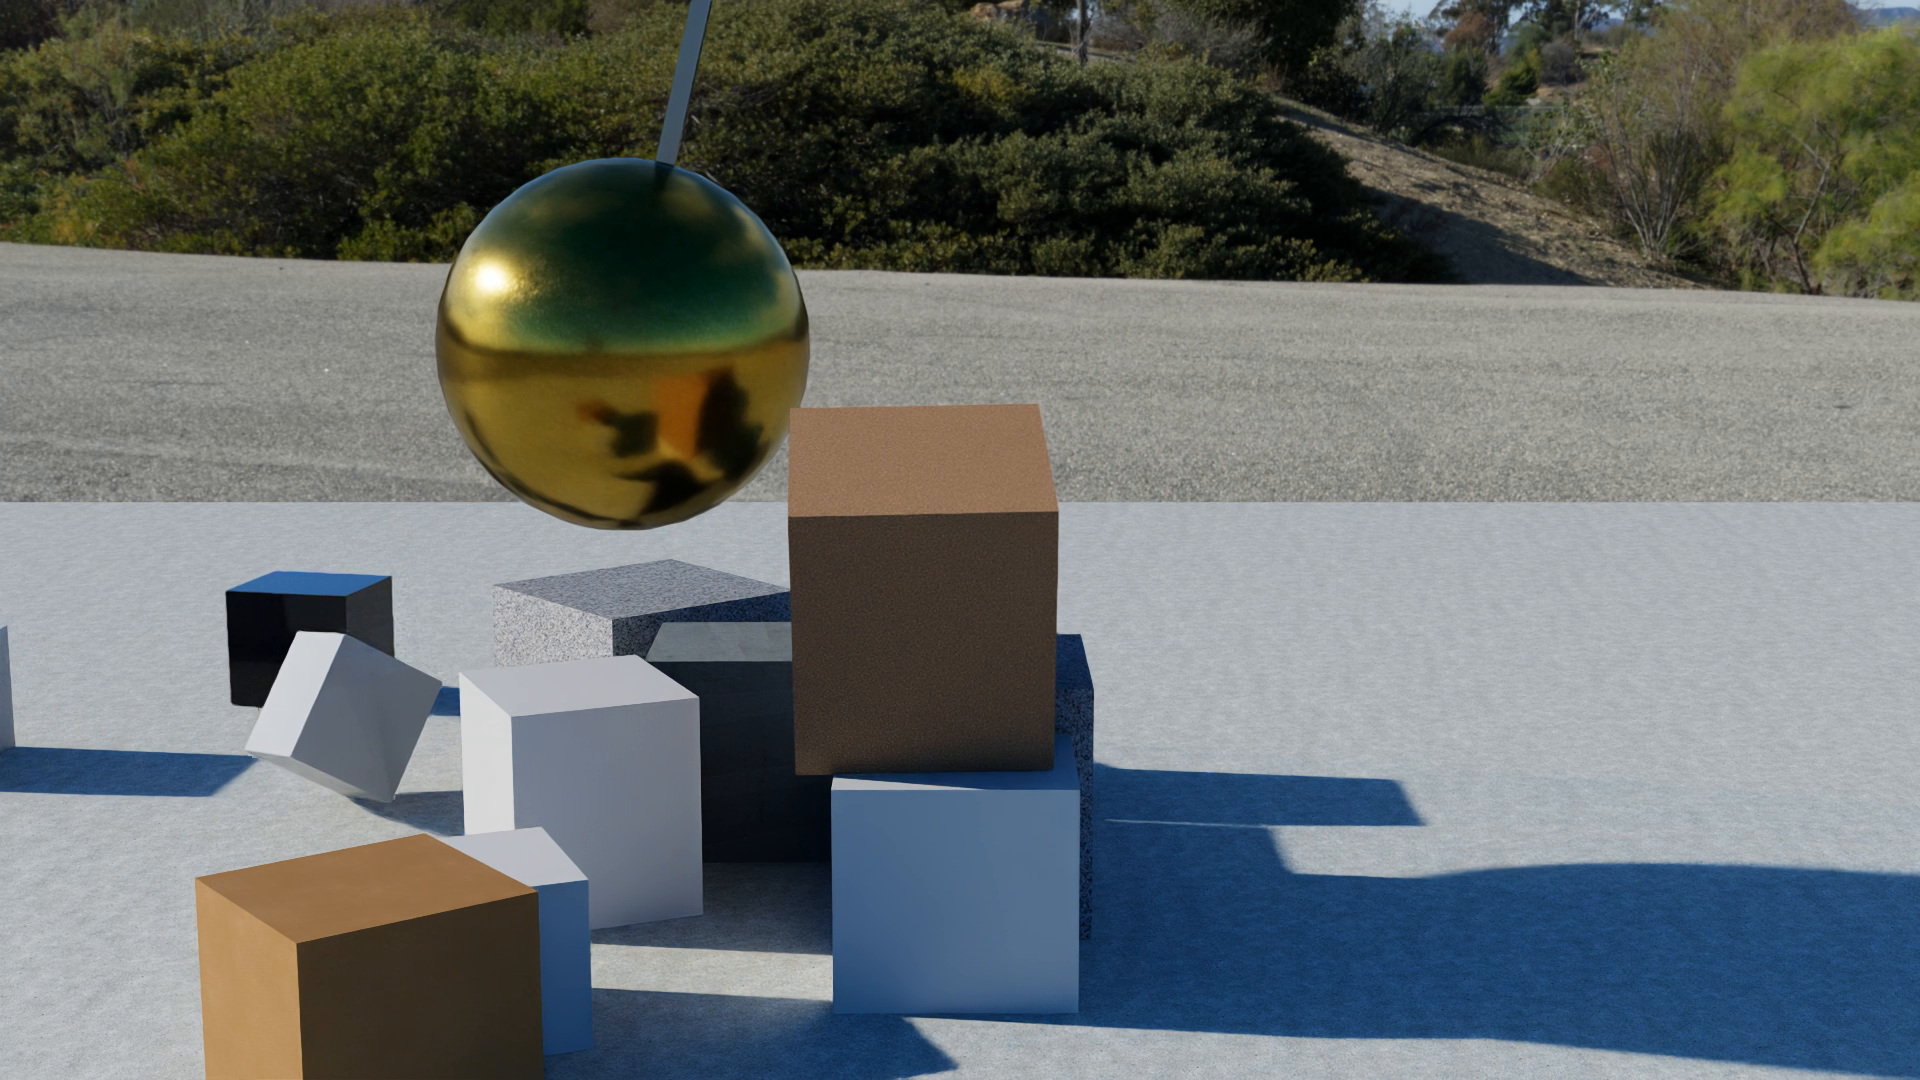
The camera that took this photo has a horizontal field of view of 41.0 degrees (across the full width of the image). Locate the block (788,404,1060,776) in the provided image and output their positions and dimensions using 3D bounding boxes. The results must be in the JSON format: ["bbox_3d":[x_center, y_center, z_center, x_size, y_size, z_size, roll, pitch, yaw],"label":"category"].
[{"bbox_3d":[-0.157,0.177,9.968,0.983,1.096,0.969,-1,27,-3],"label":"block"}]

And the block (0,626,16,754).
[{"bbox_3d":[-5.389,0.834,13.153,0.734,0.654,0.778,1,10,4],"label":"block"}]

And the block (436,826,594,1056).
[{"bbox_3d":[-1.819,1.506,9.486,0.744,0.643,0.715,-4,11,-22],"label":"block"}]

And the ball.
[{"bbox_3d":[-1.442,-0.838,11.028,1.600,1.600,1.600,0,10,0],"label":"ball"}]

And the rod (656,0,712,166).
[{"bbox_3d":[-0.625,-4.085,10.438,0.080,5.200,0.080,14,10,-2],"label":"rod"}]

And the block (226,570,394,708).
[{"bbox_3d":[-3.685,0.569,14.597,0.722,0.658,0.604,2,11,12],"label":"block"}]

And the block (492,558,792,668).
[{"bbox_3d":[-1.587,0.714,12.935,1.082,0.968,1.105,-9,13,-40],"label":"block"}]

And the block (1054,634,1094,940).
[{"bbox_3d":[0.034,1.030,10.945,1.008,1.058,1.034,0,10,0],"label":"block"}]

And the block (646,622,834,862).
[{"bbox_3d":[-0.944,0.923,11.889,0.930,0.931,0.827,0,10,-1],"label":"block"}]

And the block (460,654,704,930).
[{"bbox_3d":[-1.632,1.078,11.003,0.799,0.943,0.878,-5,11,-24],"label":"block"}]

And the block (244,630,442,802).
[{"bbox_3d":[-2.973,0.848,12.376,0.565,0.630,0.537,32,-19,-34],"label":"block"}]

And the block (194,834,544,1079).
[{"bbox_3d":[-1.948,1.565,8.481,0.830,0.887,0.821,-8,13,-37],"label":"block"}]

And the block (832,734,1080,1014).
[{"bbox_3d":[-0.016,1.288,10.035,0.928,0.876,0.816,0,10,0],"label":"block"}]
